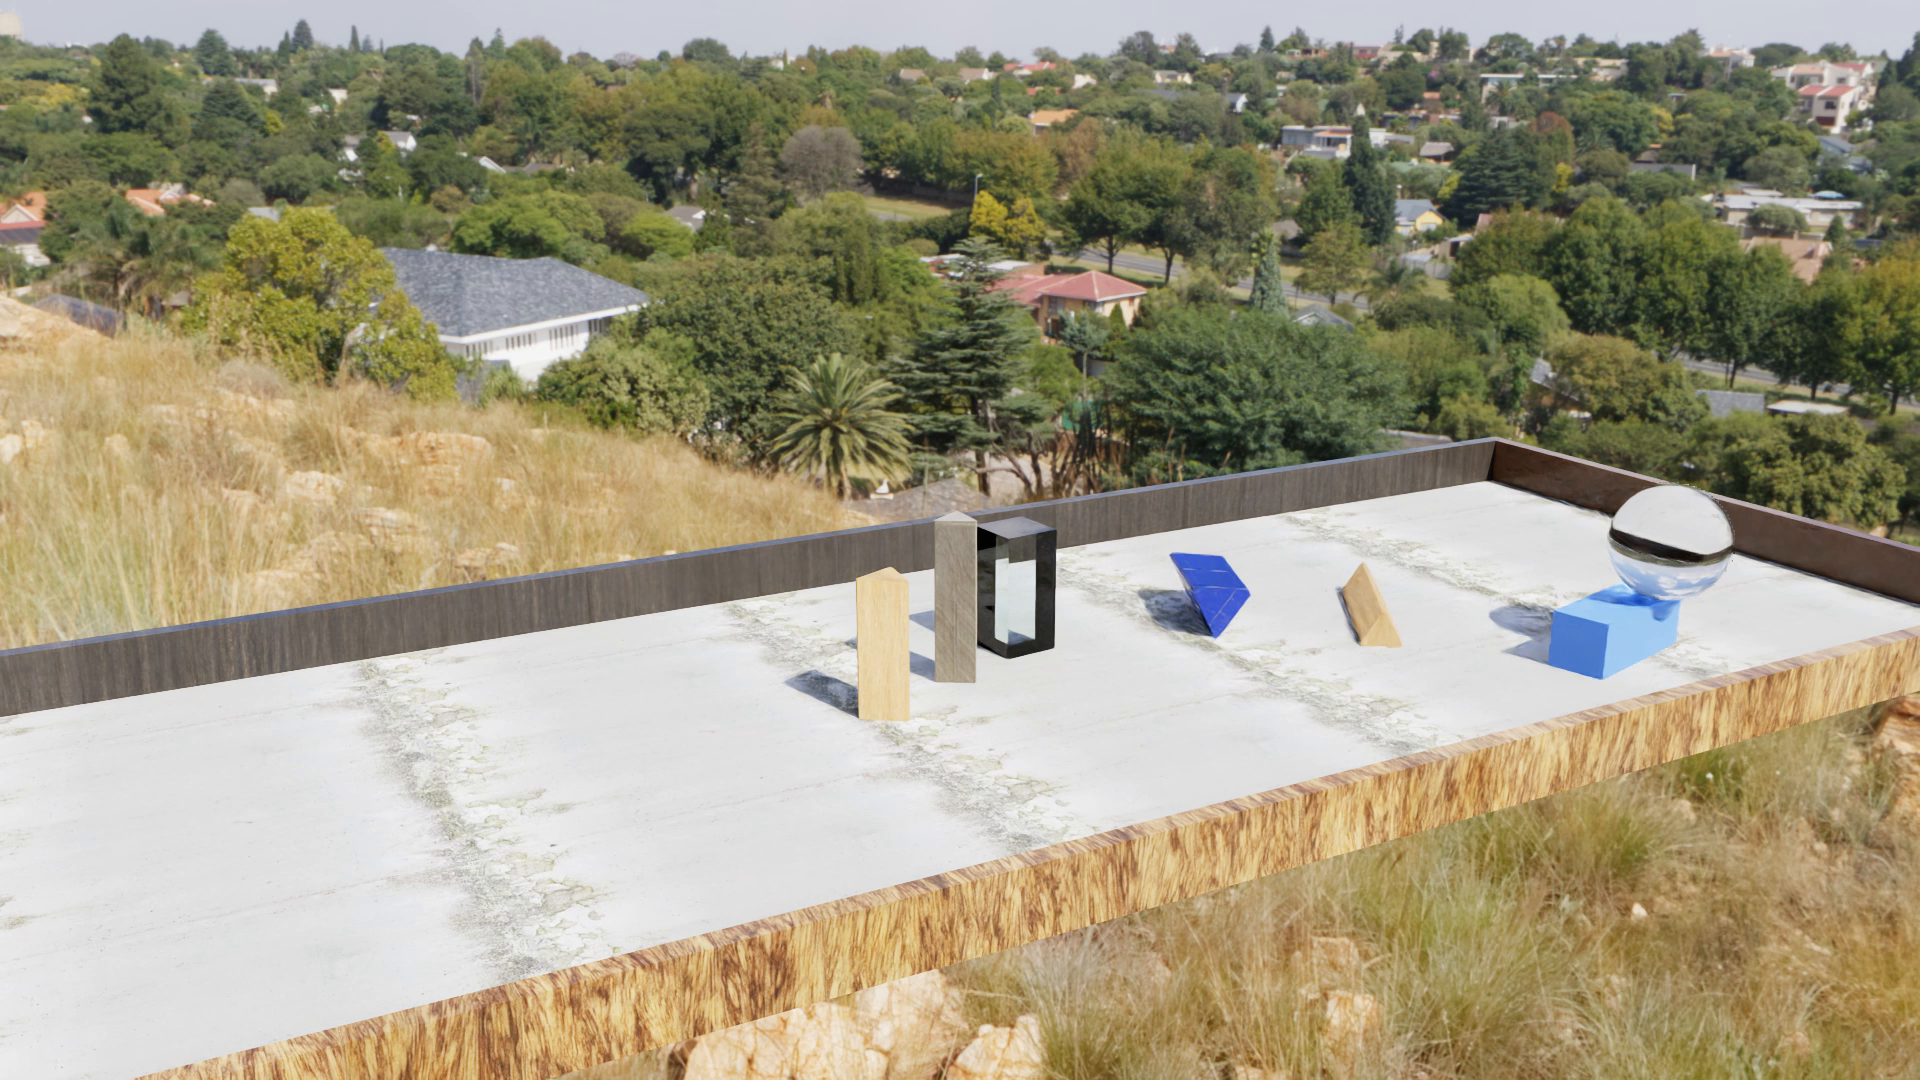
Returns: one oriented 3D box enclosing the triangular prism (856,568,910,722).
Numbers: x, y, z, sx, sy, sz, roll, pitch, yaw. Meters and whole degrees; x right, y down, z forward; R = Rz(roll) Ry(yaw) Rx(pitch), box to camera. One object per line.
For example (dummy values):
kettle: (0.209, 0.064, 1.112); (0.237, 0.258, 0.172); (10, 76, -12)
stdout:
triangular prism: (-0.173, 0.245, 3.906); (0.122, 0.347, 0.105); (2, 17, 8)

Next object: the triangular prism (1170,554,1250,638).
triangular prism: (0.668, 0.122, 4.581); (0.134, 0.155, 0.332); (33, 11, -13)

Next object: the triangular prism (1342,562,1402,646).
triangular prism: (1.146, 0.172, 4.591); (0.110, 0.096, 0.459); (2, 16, 6)

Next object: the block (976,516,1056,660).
block: (0.144, 0.124, 4.350); (0.154, 0.328, 0.154); (-11, 20, -33)

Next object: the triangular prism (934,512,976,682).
triangular prism: (-0.009, 0.143, 4.121); (0.103, 0.422, 0.089); (1, 16, 2)

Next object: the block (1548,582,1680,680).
block: (1.713, 0.230, 4.310); (0.395, 0.148, 0.148); (-14, 22, -40)

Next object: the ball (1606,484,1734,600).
ball: (1.836, 0.007, 4.271); (0.301, 0.301, 0.301); (0, 16, 0)

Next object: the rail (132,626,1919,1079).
rail: (-2.336, 1.006, 1.665); (12.000, 0.150, 0.050); (-9, 18, -27)

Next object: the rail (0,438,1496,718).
rail: (-3.305, 0.497, 3.399); (12.000, 0.150, 0.050); (-9, 18, -27)

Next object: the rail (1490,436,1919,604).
rail: (2.466, -0.048, 5.253); (0.050, 0.150, 2.100); (-9, 18, -27)
